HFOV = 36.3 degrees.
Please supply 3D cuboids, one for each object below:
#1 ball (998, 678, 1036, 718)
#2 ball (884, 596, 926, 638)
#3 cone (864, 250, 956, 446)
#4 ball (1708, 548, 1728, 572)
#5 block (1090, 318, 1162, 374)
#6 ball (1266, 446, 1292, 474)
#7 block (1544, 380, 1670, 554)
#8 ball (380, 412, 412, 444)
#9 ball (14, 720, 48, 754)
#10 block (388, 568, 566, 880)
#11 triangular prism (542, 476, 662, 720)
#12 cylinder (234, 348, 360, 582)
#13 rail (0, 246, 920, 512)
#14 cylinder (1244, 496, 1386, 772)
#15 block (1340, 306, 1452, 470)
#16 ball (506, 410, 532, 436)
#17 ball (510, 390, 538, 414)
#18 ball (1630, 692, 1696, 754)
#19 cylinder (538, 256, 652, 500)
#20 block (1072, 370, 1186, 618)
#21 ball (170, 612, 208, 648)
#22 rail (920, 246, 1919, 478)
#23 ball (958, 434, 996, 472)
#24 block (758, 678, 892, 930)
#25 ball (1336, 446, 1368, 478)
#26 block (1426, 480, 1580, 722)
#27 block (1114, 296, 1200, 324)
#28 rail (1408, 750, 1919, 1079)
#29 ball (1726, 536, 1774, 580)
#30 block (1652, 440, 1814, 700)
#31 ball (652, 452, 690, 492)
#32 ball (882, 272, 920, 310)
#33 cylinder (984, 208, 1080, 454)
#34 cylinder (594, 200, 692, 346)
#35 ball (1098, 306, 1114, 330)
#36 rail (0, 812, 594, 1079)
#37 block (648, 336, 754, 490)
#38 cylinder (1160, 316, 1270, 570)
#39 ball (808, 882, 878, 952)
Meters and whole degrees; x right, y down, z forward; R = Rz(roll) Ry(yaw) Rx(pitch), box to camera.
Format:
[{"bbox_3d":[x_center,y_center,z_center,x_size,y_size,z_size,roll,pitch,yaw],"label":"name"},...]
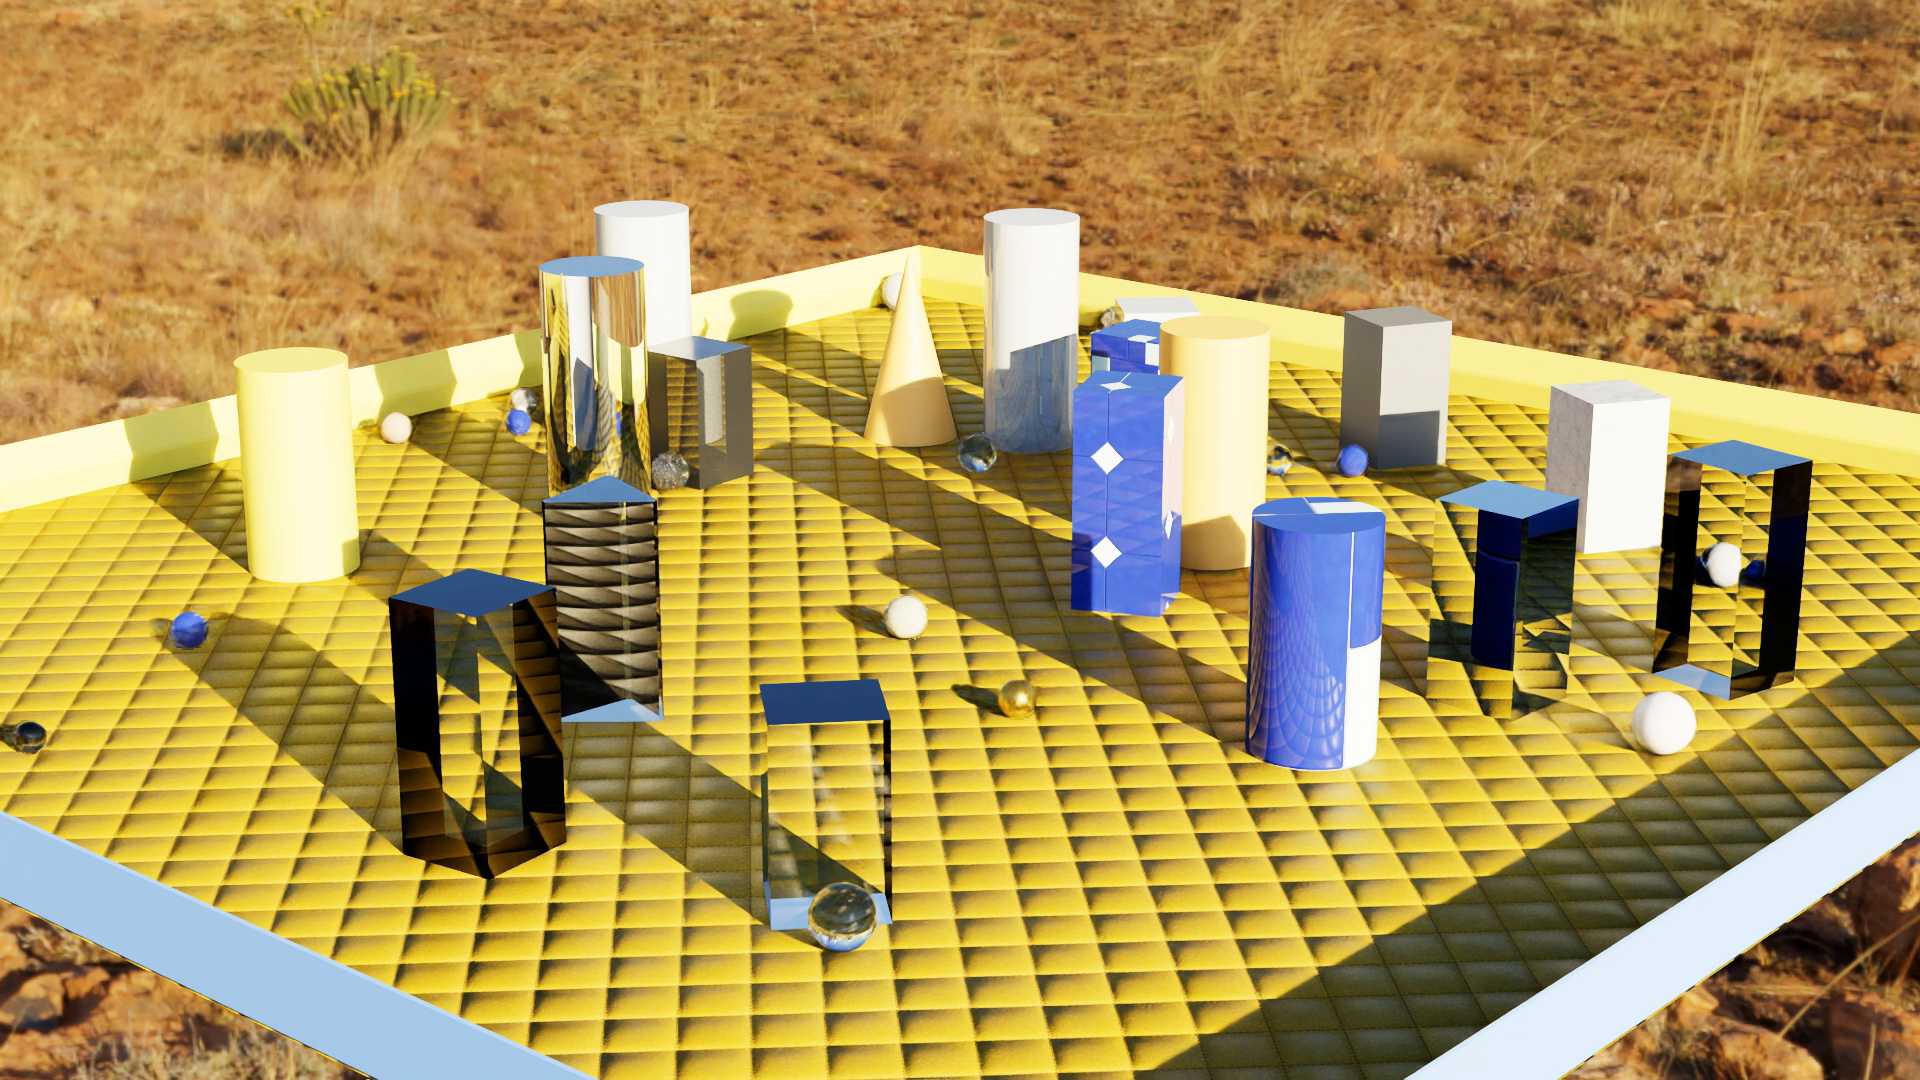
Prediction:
[{"bbox_3d":[0.088,0.245,4.533,0.060,0.060,0.060,0,17,0],"label":"ball"},{"bbox_3d":[-0.092,0.129,4.898,0.072,0.072,0.072,0,17,0],"label":"ball"},{"bbox_3d":[-0.105,-0.413,6.130,0.197,0.399,0.197,0,17,0],"label":"cone"},{"bbox_3d":[1.364,0.036,5.259,0.042,0.042,0.042,0,17,0],"label":"ball"},{"bbox_3d":[0.366,-0.263,5.790,0.157,0.308,0.157,12,20,34],"label":"block"},{"bbox_3d":[0.637,-0.160,5.881,0.059,0.059,0.059,0,17,0],"label":"ball"},{"bbox_3d":[1.193,-0.138,5.421,0.157,0.281,0.157,-5,18,-17],"label":"block"},{"bbox_3d":[-1.175,-0.233,6.111,0.066,0.066,0.066,0,17,0],"label":"ball"},{"bbox_3d":[-1.392,0.295,4.388,0.048,0.048,0.048,0,17,0],"label":"ball"},{"bbox_3d":[-0.654,0.248,3.987,0.157,0.371,0.157,11,20,32],"label":"block"},{"bbox_3d":[-0.546,0.089,4.546,0.170,0.352,0.148,0,17,-1],"label":"triangular prism"},{"bbox_3d":[-1.183,-0.135,5.239,0.197,0.382,0.197,0,17,0],"label":"cylinder"},{"bbox_3d":[-1.284,-0.290,6.188,0.045,0.128,3.655,14,22,39],"label":"rail"},{"bbox_3d":[0.528,0.138,4.362,0.197,0.364,0.197,0,17,0],"label":"cylinder"},{"bbox_3d":[0.886,-0.311,5.972,0.157,0.295,0.157,-7,18,-21],"label":"block"},{"bbox_3d":[-0.930,-0.247,6.175,0.055,0.055,0.055,0,17,0],"label":"ball"},{"bbox_3d":[-0.942,-0.297,6.336,0.058,0.058,0.058,0,17,0],"label":"ball"},{"bbox_3d":[1.051,0.273,4.380,0.095,0.095,0.095,0,17,0],"label":"ball"},{"bbox_3d":[-0.685,-0.277,5.528,0.197,0.486,0.197,0,17,0],"label":"cylinder"},{"bbox_3d":[0.290,-0.081,5.050,0.157,0.387,0.157,5,17,16],"label":"block"},{"bbox_3d":[-1.275,0.149,4.853,0.061,0.061,0.061,0,17,0],"label":"ball"},{"bbox_3d":[1.183,-0.361,6.424,3.449,0.128,0.045,14,22,39],"label":"rail"},{"bbox_3d":[0.035,-0.174,5.893,0.078,0.078,0.078,0,17,0],"label":"ball"},{"bbox_3d":[-0.176,0.343,3.826,0.157,0.281,0.157,-2,17,-7],"label":"block"},{"bbox_3d":[0.784,-0.156,5.863,0.062,0.062,0.062,0,17,0],"label":"ball"},{"bbox_3d":[0.846,0.093,4.576,0.157,0.327,0.157,15,23,41],"label":"block"},{"bbox_3d":[0.413,-0.363,6.184,0.157,0.271,0.157,-1,17,-4],"label":"block"},{"bbox_3d":[1.284,0.354,4.052,0.045,0.128,3.655,14,22,39],"label":"rail"},{"bbox_3d":[1.402,0.032,5.206,0.080,0.080,0.080,0,17,0],"label":"ball"},{"bbox_3d":[1.227,0.046,4.664,0.157,0.367,0.157,-12,20,-34],"label":"block"},{"bbox_3d":[-0.570,-0.134,5.763,0.076,0.076,0.076,0,17,0],"label":"ball"},{"bbox_3d":[-0.148,-0.622,7.343,0.098,0.098,0.098,0,17,0],"label":"ball"},{"bbox_3d":[0.147,-0.434,6.069,0.197,0.474,0.197,0,17,0],"label":"cylinder"},{"bbox_3d":[-0.663,-0.462,6.165,0.197,0.473,0.197,0,17,0],"label":"cylinder"},{"bbox_3d":[0.372,-0.519,7.030,0.083,0.083,0.083,0,17,0],"label":"ball"},{"bbox_3d":[-1.183,0.425,3.816,3.449,0.128,0.045,14,22,39],"label":"rail"},{"bbox_3d":[-0.525,-0.255,5.844,0.157,0.262,0.157,13,21,37],"label":"block"},{"bbox_3d":[0.456,-0.177,5.304,0.197,0.424,0.197,0,17,0],"label":"cylinder"},{"bbox_3d":[-0.149,0.478,3.715,0.088,0.088,0.088,0,17,0],"label":"ball"}]
